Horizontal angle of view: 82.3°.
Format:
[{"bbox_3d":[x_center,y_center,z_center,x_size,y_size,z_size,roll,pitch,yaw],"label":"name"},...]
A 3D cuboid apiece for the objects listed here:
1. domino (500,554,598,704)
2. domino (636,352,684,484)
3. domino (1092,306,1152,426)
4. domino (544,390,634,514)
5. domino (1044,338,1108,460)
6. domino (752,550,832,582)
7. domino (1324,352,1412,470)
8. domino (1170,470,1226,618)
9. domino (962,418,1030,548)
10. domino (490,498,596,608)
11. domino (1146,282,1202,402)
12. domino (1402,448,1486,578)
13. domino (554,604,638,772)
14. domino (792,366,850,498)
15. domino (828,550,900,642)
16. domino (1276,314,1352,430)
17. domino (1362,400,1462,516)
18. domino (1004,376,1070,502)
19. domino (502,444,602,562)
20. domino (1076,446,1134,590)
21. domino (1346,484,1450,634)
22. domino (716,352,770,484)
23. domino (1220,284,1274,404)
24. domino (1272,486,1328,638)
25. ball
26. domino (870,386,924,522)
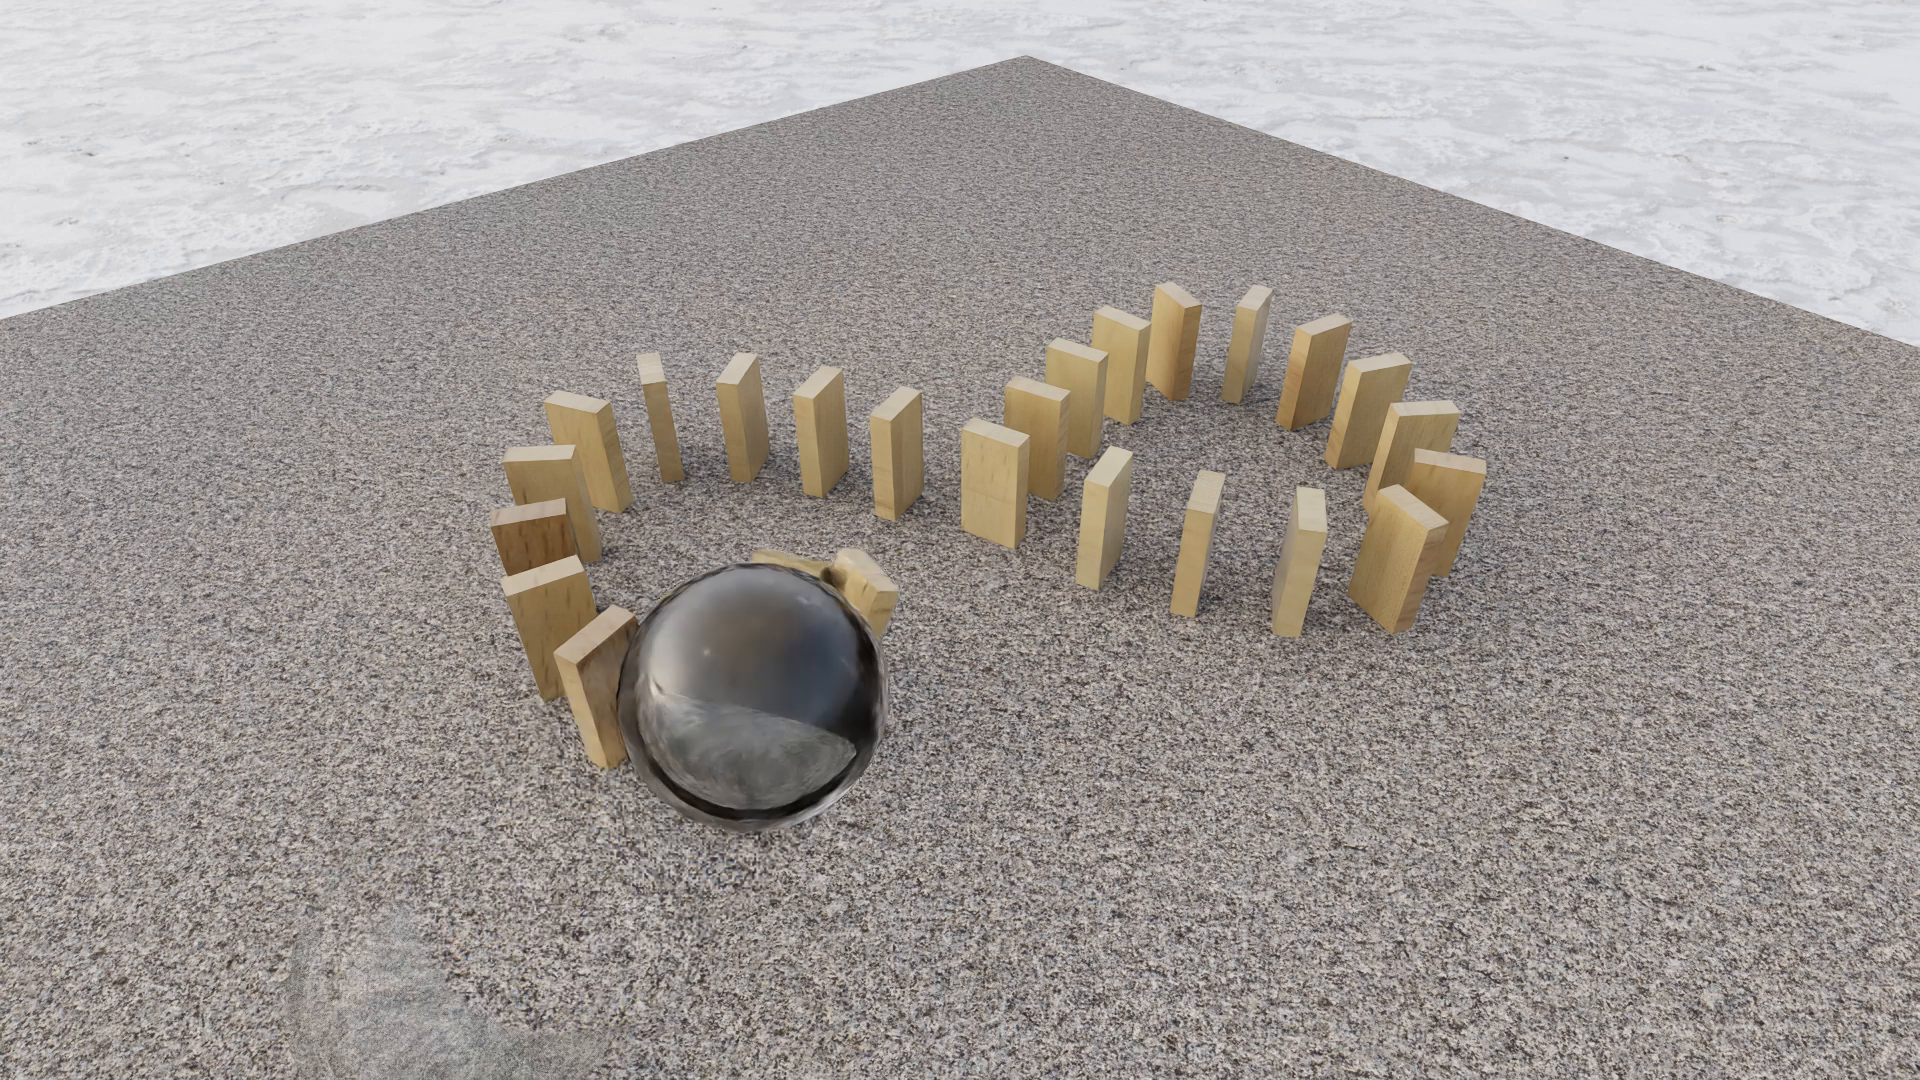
[{"bbox_3d":[-0.136,0.031,0.374,0.025,0.050,0.010,-20,44,-23],"label":"domino"},{"bbox_3d":[-0.129,-0.053,0.476,0.009,0.050,0.025,-12,41,-14],"label":"domino"},{"bbox_3d":[0.073,-0.081,0.510,0.025,0.050,0.010,31,48,32],"label":"domino"},{"bbox_3d":[-0.153,-0.036,0.455,0.025,0.050,0.010,13,41,16],"label":"domino"},{"bbox_3d":[0.051,-0.062,0.488,0.025,0.050,0.010,22,44,25],"label":"domino"},{"bbox_3d":[-0.061,0.031,0.375,0.025,0.050,0.009,13,10,12],"label":"domino"},{"bbox_3d":[0.177,-0.056,0.479,0.025,0.050,0.010,-12,41,-14],"label":"domino"},{"bbox_3d":[0.088,0.002,0.409,0.009,0.050,0.025,13,41,16],"label":"domino"},{"bbox_3d":[0.014,-0.022,0.439,0.025,0.050,0.010,21,44,23],"label":"domino"},{"bbox_3d":[-0.151,0.010,0.400,0.025,0.050,0.010,-11,41,-13],"label":"domino"},{"bbox_3d":[0.102,-0.095,0.527,0.010,0.050,0.025,-16,42,-19],"label":"domino"},{"bbox_3d":[0.182,-0.010,0.424,0.025,0.050,0.009,12,41,14],"label":"domino"},{"bbox_3d":[-0.112,0.048,0.353,0.010,0.050,0.025,21,44,23],"label":"domino"},{"bbox_3d":[-0.058,-0.046,0.467,0.010,0.050,0.025,15,42,18],"label":"domino"},{"bbox_3d":[-0.039,0.031,0.374,0.010,0.050,0.025,2,30,-42],"label":"domino"},{"bbox_3d":[0.162,-0.077,0.505,0.025,0.050,0.009,-21,44,-24],"label":"domino"},{"bbox_3d":[0.185,-0.033,0.452,0.025,0.050,0.009,-3,39,-4],"label":"domino"},{"bbox_3d":[0.032,-0.042,0.463,0.025,0.050,0.009,20,43,22],"label":"domino"},{"bbox_3d":[-0.157,-0.013,0.428,0.025,0.050,0.009,-3,39,-3],"label":"domino"},{"bbox_3d":[0.055,-0.008,0.421,0.010,0.050,0.025,19,43,21],"label":"domino"},{"bbox_3d":[0.159,0.007,0.402,0.010,0.050,0.025,-17,42,-20],"label":"domino"},{"bbox_3d":[-0.093,-0.053,0.476,0.009,0.050,0.025,7,40,9],"label":"domino"},{"bbox_3d":[0.137,-0.093,0.525,0.010,0.050,0.025,20,43,22],"label":"domino"},{"bbox_3d":[0.123,0.008,0.401,0.009,0.050,0.025,7,40,9],"label":"domino"},{"bbox_3d":[-0.061,0.047,0.331,0.080,0.080,0.080,0,39,0],"label":"ball"},{"bbox_3d":[-0.026,-0.035,0.455,0.010,0.050,0.025,19,43,21],"label":"domino"}]
